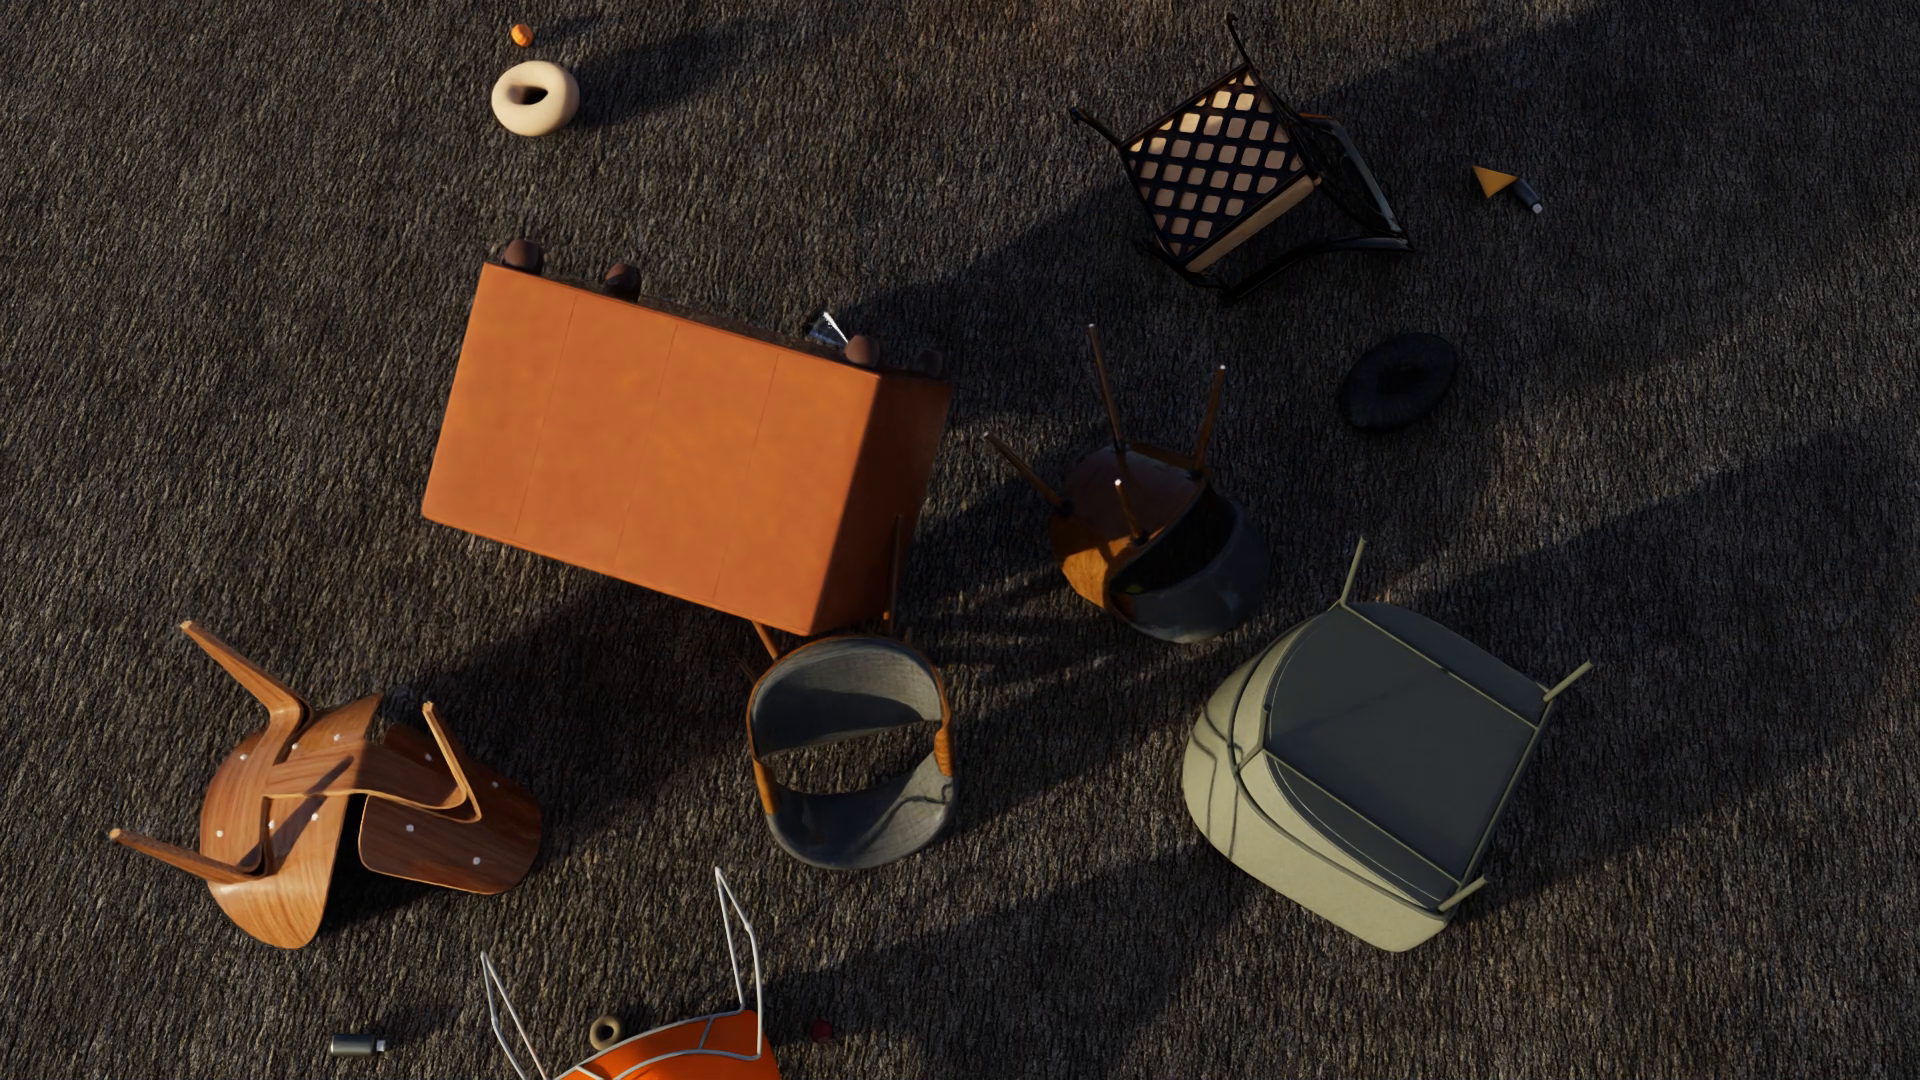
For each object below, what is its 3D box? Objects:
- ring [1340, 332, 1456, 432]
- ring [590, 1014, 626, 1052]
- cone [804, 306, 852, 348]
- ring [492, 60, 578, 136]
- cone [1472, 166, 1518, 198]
[{"bbox_3d":[1.362,-0.491,6.835,0.448,0.116,0.279,-37,62,-21],"label":"ring"},{"bbox_3d":[-0.914,1.278,5.702,0.091,0.025,0.102,17,57,10],"label":"ring"},{"bbox_3d":[-0.402,-0.654,6.984,0.156,0.105,0.090,38,19,3],"label":"cone"},{"bbox_3d":[-1.446,-1.506,7.496,0.333,0.114,0.288,29,71,29],"label":"ring"},{"bbox_3d":[1.772,-1.183,7.329,0.161,0.183,0.092,17,103,11],"label":"cone"}]
